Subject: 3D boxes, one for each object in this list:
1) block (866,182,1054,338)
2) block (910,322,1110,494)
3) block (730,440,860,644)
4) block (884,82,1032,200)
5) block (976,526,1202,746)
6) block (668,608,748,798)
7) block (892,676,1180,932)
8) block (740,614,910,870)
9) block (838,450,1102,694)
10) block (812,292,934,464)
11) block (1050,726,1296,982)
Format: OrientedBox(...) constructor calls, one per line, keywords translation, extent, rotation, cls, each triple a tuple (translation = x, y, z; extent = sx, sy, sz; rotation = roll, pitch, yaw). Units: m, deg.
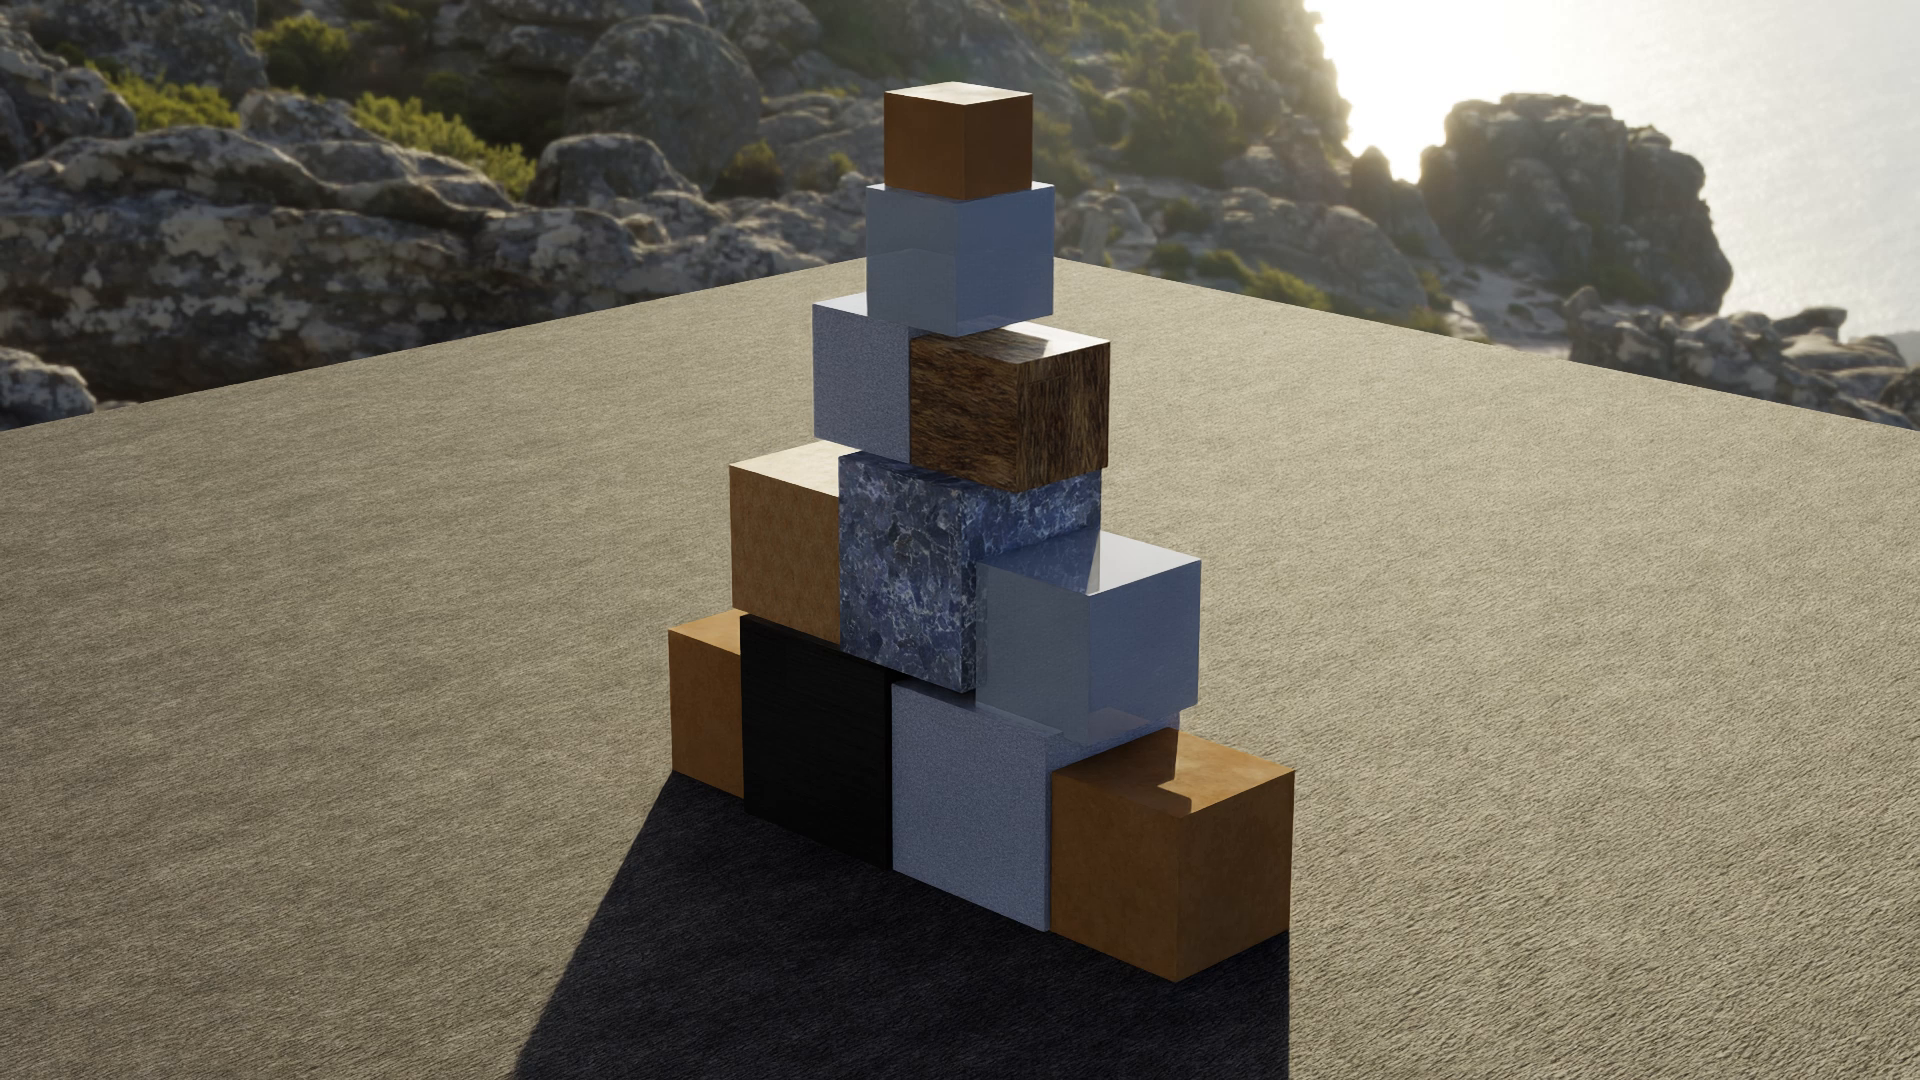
OrientedBox(translation=(0.002, -1.274, 12.935), extent=(0.610, 0.580, 0.561), rotation=(-17, 24, -42), cls="block")
OrientedBox(translation=(0.220, -0.603, 12.908), extent=(0.587, 0.572, 0.647), rotation=(-17, 24, -42), cls="block")
OrientedBox(translation=(-0.509, -0.018, 13.894), extent=(0.825, 0.709, 0.805), rotation=(-17, 24, -42), cls="block")
OrientedBox(translation=(-0.008, -1.743, 12.776), extent=(0.420, 0.410, 0.493), rotation=(-17, 24, -42), cls="block")
OrientedBox(translation=(0.561, 0.410, 12.868), extent=(0.718, 0.676, 0.672), rotation=(-17, 24, -42), cls="block")
OrientedBox(translation=(-0.959, 0.789, 14.594), extent=(0.706, 0.745, 0.657), rotation=(-17, 24, -42), cls="block")
OrientedBox(translation=(0.342, 1.090, 13.353), extent=(0.884, 0.913, 0.958), rotation=(-17, 24, -42), cls="block")
OrientedBox(translation=(-0.360, 0.843, 14.001), extent=(0.940, 0.997, 0.993), rotation=(-17, 24, -42), cls="block")
OrientedBox(translation=(0.047, 0.055, 13.307), extent=(0.895, 0.922, 0.782), rotation=(-17, 24, -42), cls="block")
OrientedBox(translation=(-0.216, -0.773, 13.354), extent=(0.653, 0.628, 0.624), rotation=(-17, 24, -42), cls="block")
OrientedBox(translation=(0.923, 1.355, 12.780), extent=(0.759, 0.752, 0.729), rotation=(-17, 24, -42), cls="block")
